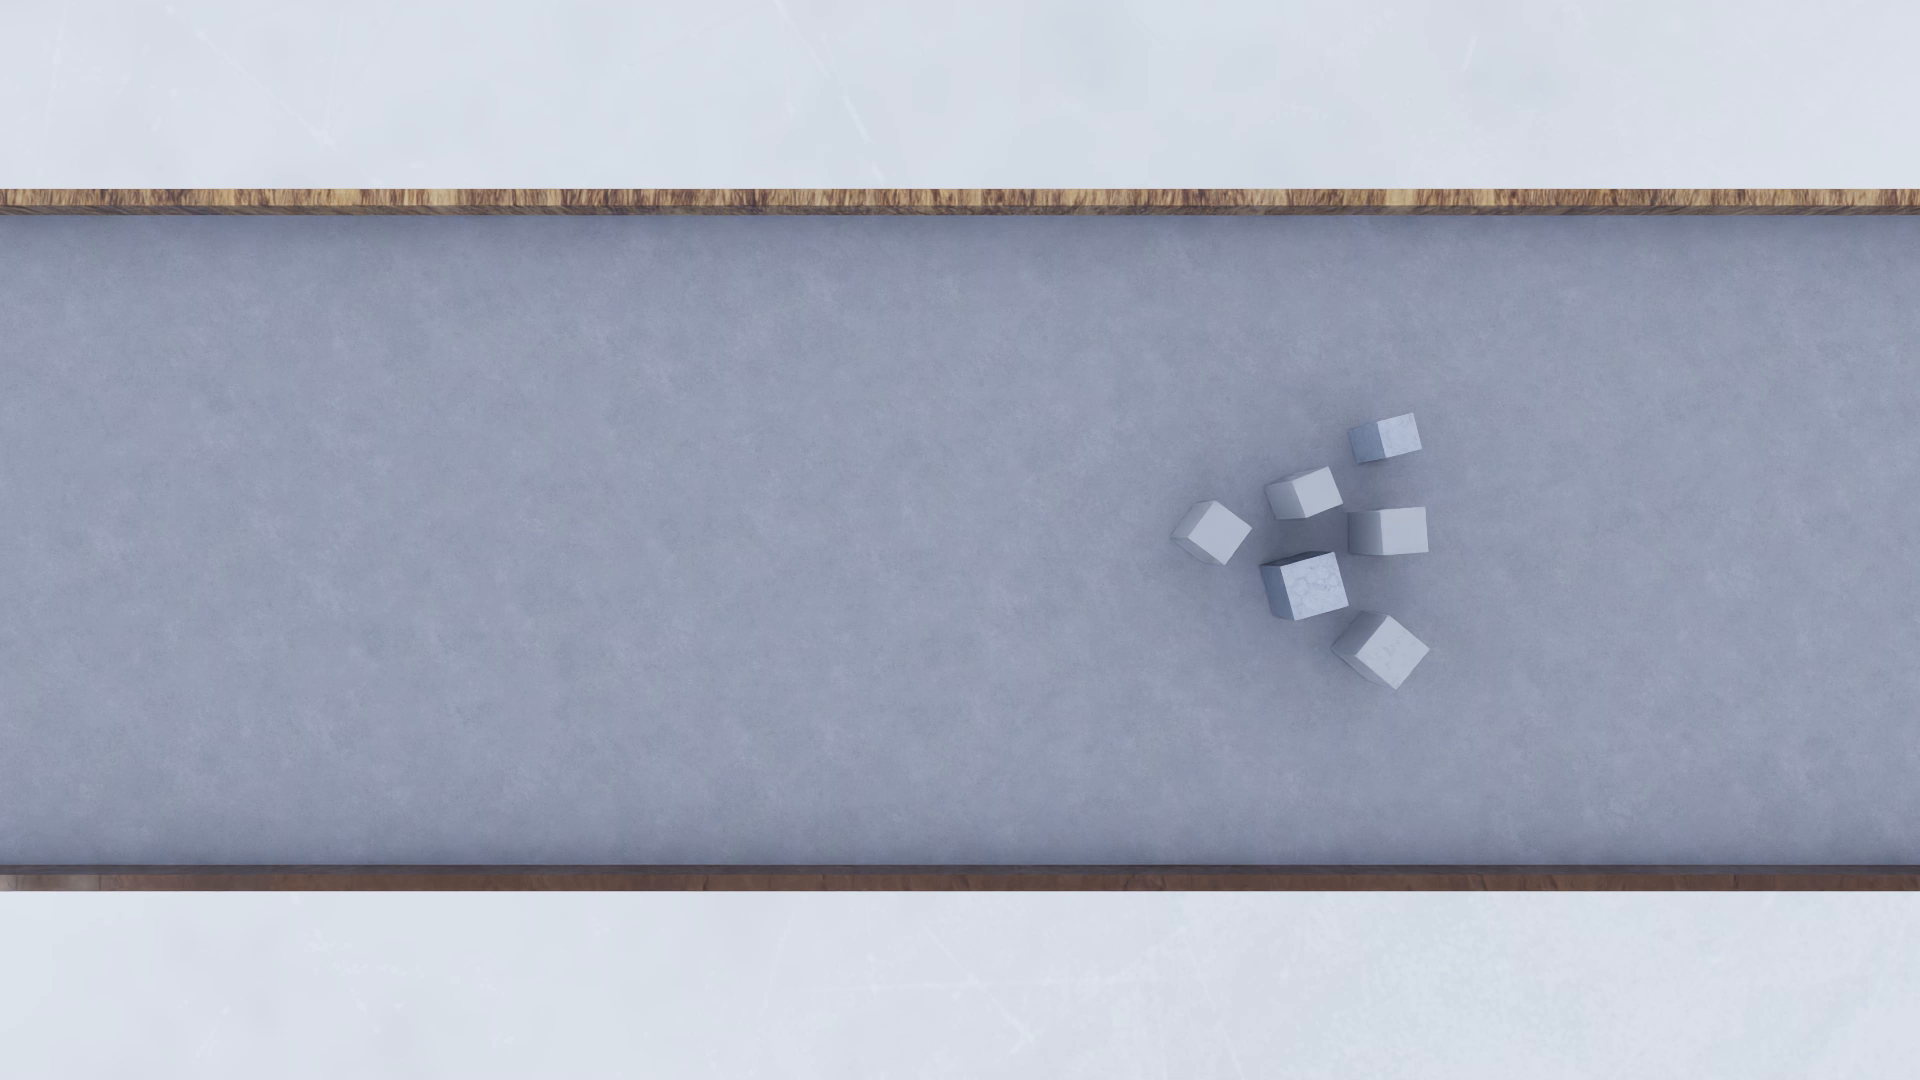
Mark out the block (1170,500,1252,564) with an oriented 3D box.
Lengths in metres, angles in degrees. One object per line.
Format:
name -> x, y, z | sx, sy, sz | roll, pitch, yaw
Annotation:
block -> 0.736, -0.021, 4.872 | 0.131, 0.409, 0.131 | 36, 90, 0

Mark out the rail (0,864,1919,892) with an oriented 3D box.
rail -> -2.247, 1.025, 5.001 | 12.000, 0.150, 0.050 | 0, 90, 0

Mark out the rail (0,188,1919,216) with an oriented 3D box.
rail -> -2.247, -1.025, 5.002 | 12.000, 0.150, 0.050 | 0, 90, 0

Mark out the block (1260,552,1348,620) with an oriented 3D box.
block -> 1.020, 0.133, 4.912 | 0.161, 0.329, 0.161 | -16, 90, 0

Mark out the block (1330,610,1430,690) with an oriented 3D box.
block -> 1.248, 0.325, 4.917 | 0.153, 0.320, 0.153 | 40, 90, 0

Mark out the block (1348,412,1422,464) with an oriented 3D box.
block -> 1.260, -0.301, 4.903 | 0.107, 0.347, 0.107 | -14, 90, 0

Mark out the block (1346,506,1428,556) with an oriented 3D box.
block -> 1.260, -0.026, 4.877 | 0.128, 0.399, 0.128 | -4, 90, 0

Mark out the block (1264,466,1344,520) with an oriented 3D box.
block -> 1.006, -0.135, 4.860 | 0.112, 0.433, 0.112 | -22, 90, 0
